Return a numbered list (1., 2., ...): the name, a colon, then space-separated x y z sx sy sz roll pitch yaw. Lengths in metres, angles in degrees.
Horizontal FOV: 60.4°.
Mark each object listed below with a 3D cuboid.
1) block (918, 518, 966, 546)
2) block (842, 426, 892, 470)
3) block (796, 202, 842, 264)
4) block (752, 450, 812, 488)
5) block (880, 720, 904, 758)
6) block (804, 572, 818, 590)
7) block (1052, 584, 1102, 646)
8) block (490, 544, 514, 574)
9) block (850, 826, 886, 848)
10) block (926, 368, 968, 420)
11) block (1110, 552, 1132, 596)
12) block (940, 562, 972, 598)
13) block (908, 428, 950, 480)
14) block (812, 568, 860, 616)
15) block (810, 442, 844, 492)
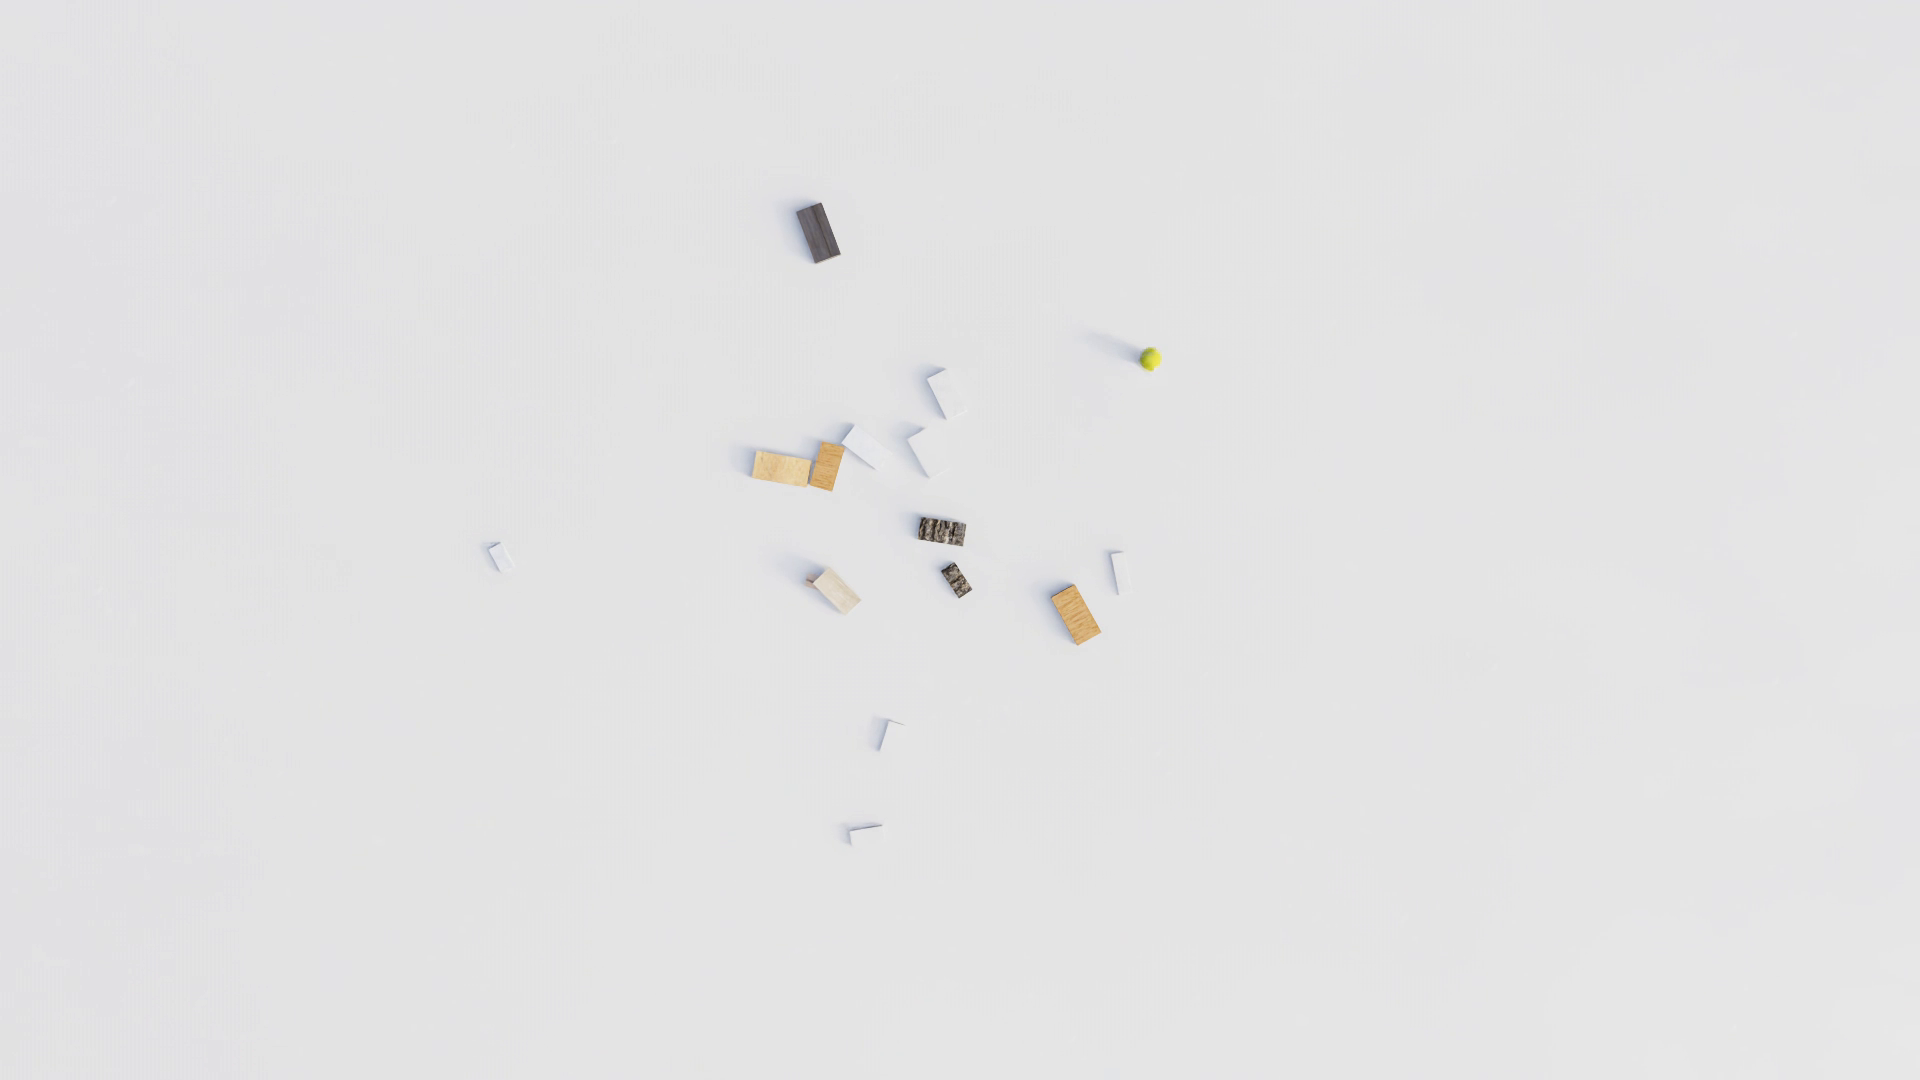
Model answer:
1. block: -0.059 -0.027 5.489 0.153 0.022 0.077 9 90 0
2. block: -0.310 -0.306 5.489 0.153 0.022 0.077 38 90 0
3. block: -0.470 -1.020 5.487 0.091 0.026 0.183 -21 90 0
4. block: -0.593 -0.235 5.487 0.183 0.026 0.091 10 90 0
5. block: -0.225 0.663 5.492 0.055 0.016 0.111 17 90 0
6. block: -0.468 0.144 5.494 0.091 0.013 0.045 18 90 0
7. block: 0.387 0.249 5.487 0.091 0.026 0.183 -29 90 0
8. block: -1.527 0.061 5.494 0.045 0.013 0.091 -28 90 0
9. block: -0.308 0.987 5.492 0.111 0.016 0.055 -10 90 0
10. block: -0.042 -0.483 5.489 0.077 0.022 0.153 -26 90 0
11. block: 0.539 0.112 5.494 0.045 0.013 0.139 -11 90 0
12. block: -0.011 0.134 5.492 0.055 0.016 0.111 -34 90 0
13. block: -0.104 -0.287 5.489 0.076 0.022 0.153 -30 90 0
14. block: -0.408 0.171 5.479 0.076 0.022 0.153 -44 96 -3
15. block: -0.442 -0.244 5.489 0.076 0.022 0.153 16 90 0
